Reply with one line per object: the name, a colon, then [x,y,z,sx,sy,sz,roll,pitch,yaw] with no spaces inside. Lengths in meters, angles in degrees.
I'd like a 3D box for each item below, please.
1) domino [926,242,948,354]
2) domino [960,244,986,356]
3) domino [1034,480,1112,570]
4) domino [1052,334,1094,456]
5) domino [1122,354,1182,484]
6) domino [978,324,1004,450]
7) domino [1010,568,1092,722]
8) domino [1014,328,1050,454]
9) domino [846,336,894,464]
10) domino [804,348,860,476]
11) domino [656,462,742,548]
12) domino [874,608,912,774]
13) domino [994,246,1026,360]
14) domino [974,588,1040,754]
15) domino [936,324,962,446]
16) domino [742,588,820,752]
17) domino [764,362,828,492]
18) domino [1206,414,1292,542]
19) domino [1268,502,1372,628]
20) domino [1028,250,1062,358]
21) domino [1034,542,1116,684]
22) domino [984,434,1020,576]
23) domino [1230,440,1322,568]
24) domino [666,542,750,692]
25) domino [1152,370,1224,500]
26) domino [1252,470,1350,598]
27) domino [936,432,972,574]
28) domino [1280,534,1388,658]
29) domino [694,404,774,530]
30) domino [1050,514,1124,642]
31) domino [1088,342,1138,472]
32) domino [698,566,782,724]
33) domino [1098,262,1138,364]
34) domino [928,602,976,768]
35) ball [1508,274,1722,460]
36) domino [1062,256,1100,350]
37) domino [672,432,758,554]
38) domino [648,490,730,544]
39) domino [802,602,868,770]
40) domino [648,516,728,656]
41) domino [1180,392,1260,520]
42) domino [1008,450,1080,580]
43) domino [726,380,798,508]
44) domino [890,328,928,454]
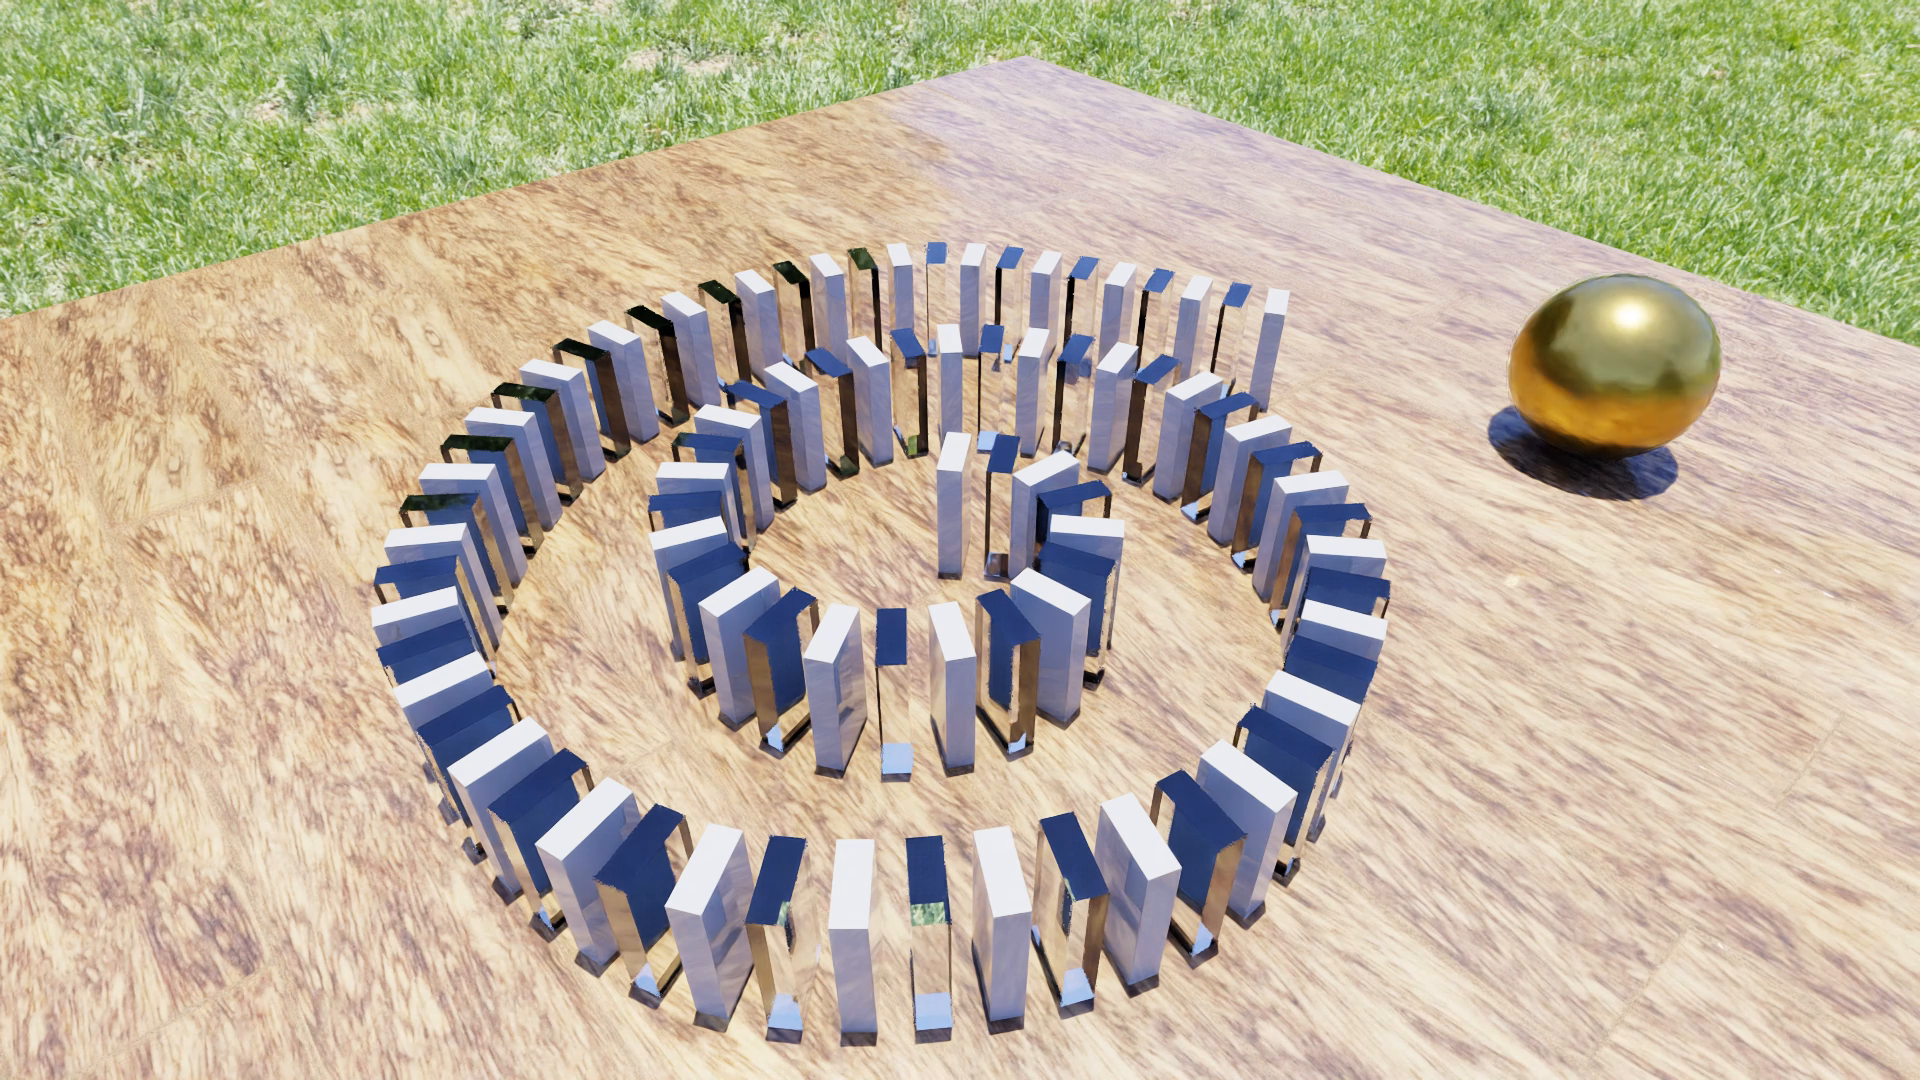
domino: [-0.012,-0.123,0.562,0.009,0.050,0.025,0,39,1]
domino: [0.007,-0.122,0.561,0.010,0.050,0.025,6,40,7]
domino: [0.041,0.003,0.408,0.025,0.050,0.009,-14,41,-16]
domino: [0.050,-0.063,0.488,0.009,0.050,0.025,13,41,16]
domino: [0.083,-0.052,0.475,0.009,0.050,0.025,25,46,28]
domino: [0.014,-0.068,0.495,0.009,0.050,0.025,4,39,5]
domino: [0.029,0.036,0.368,0.025,0.050,0.009,27,46,29]
domino: [0.032,-0.066,0.493,0.009,0.050,0.025,9,40,11]
domino: [-0.040,-0.062,0.487,0.009,0.050,0.025,-18,43,-21]
domino: [-0.056,-0.056,0.479,0.009,0.050,0.025,-24,45,-26]
domino: [-0.098,-0.006,0.419,0.025,0.050,0.009,1,39,2]
domino: [-0.021,0.049,0.352,0.009,0.050,0.025,-1,39,-2]
domino: [0.025,-0.120,0.558,0.009,0.050,0.025,9,40,11]
domino: [0.015,0.043,0.359,0.009,0.050,0.025,-18,43,-21]
domino: [-0.005,-0.069,0.495,0.009,0.050,0.025,-3,39,-4]
domino: [-0.056,0.043,0.359,0.009,0.050,0.025,22,44,24]
domino: [-0.070,-0.048,0.470,0.009,0.050,0.025,-30,48,-32]
domino: [0.116,-0.024,0.441,0.025,0.050,0.010,-16,42,-19]
domino: [0.130,0.010,0.400,0.025,0.050,0.009,-3,39,-3]
domino: [0.043,-0.117,0.554,0.009,0.050,0.025,11,41,14]
domino: [0.038,0.026,0.380,0.025,0.050,0.009,16,42,19]
domino: [0.016,-0.013,0.427,0.010,0.050,0.025,6,40,8]
domino: [0.122,-0.013,0.428,0.025,0.050,0.009,-12,41,-14]
domino: [-0.083,0.027,0.379,0.025,0.050,0.009,-26,46,-28]
domino: [0.096,-0.044,0.465,0.025,0.050,0.009,-28,47,-30]
domino: [0.127,-0.002,0.414,0.025,0.050,0.010,-8,40,-9]
domino: [-0.002,-0.014,0.429,0.009,0.050,0.025,5,40,7]
domino: [0.130,0.022,0.385,0.025,0.050,0.009,4,40,5]
domino: [-0.091,-0.029,0.447,0.025,0.050,0.009,14,41,16]
domino: [0.044,0.014,0.394,0.025,0.050,0.010,5,40,6]
domino: [0.067,-0.058,0.483,0.010,0.050,0.025,18,43,21]
domino: [-0.071,0.036,0.368,0.010,0.050,0.025,30,48,31]
domino: [0.078,-0.109,0.544,0.010,0.050,0.025,14,41,17]
domino: [-0.003,0.047,0.354,0.010,0.050,0.025,-9,40,-10]
ball: [0.284,-0.075,0.479,0.080,0.080,0.080,0,39,0]
domino: [0.060,-0.113,0.549,0.010,0.050,0.025,13,41,15]
domino: [-0.096,-0.018,0.433,0.025,0.050,0.010,7,40,8]
domino: [-0.097,0.005,0.405,0.025,0.050,0.009,-5,40,-6]
domino: [-0.039,0.048,0.353,0.010,0.050,0.025,9,40,11]
domino: [-0.093,0.017,0.391,0.025,0.050,0.010,-15,42,-17]
domino: [0.107,-0.034,0.454,0.025,0.050,0.009,-21,44,-24]
domino: [0.032,-0.007,0.420,0.025,0.050,0.009,-27,46,-29]
domino: [-0.082,-0.040,0.460,0.025,0.050,0.009,25,46,27]
domino: [-0.023,-0.066,0.492,0.009,0.050,0.025,-12,41,-14]
